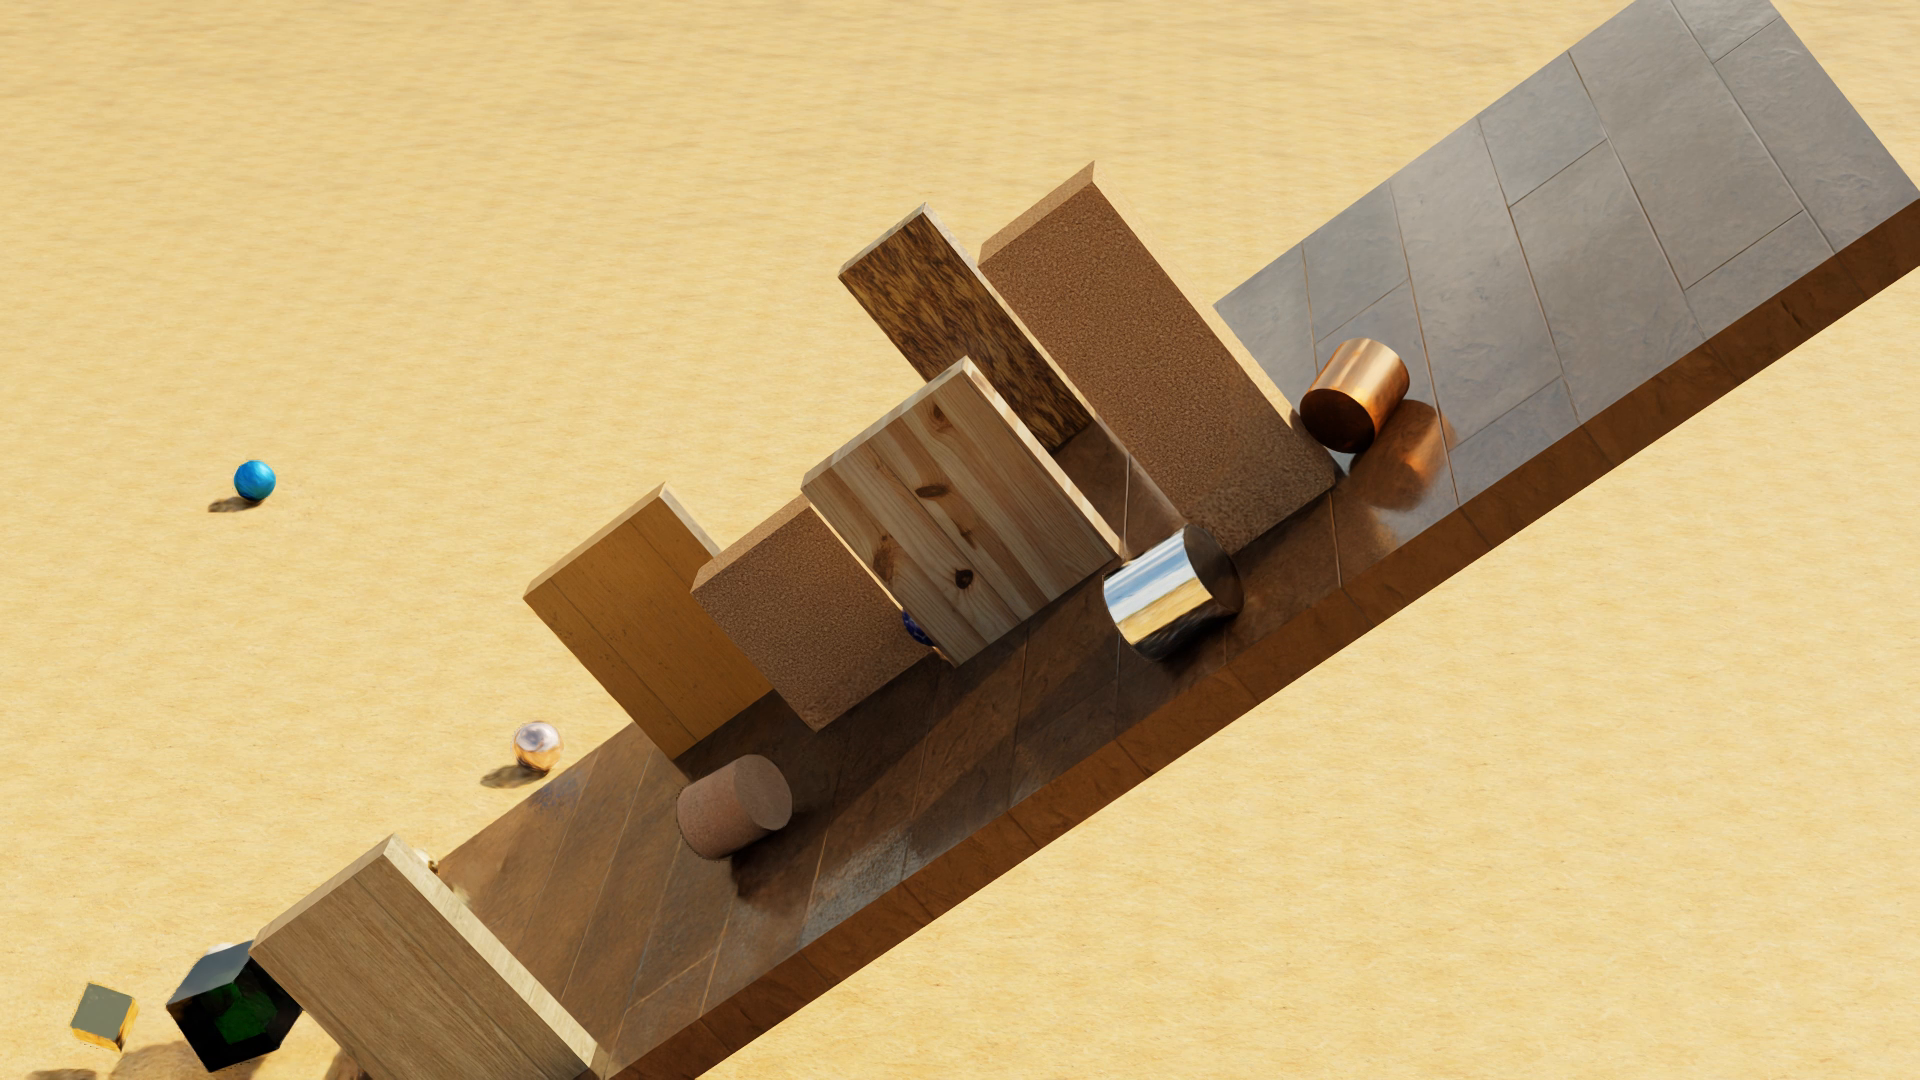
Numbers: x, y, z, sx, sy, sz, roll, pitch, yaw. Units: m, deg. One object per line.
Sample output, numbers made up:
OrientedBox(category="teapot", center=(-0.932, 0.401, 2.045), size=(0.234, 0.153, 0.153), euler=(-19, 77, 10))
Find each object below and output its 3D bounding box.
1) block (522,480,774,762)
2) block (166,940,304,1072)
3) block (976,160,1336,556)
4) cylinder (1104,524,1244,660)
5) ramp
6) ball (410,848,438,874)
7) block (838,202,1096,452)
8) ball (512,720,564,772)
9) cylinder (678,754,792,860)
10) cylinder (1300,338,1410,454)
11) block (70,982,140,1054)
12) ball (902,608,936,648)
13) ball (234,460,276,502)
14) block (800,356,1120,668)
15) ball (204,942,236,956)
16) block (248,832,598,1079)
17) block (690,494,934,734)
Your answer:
OrientedBox(category="block", center=(-0.695, 0.197, 7.011), size=(0.435, 0.541, 0.097), euler=(-35, 16, 18))
OrientedBox(category="block", center=(-1.738, 1.116, 7.083), size=(0.204, 0.204, 0.204), euler=(-21, 20, 20))
OrientedBox(category="block", center=(0.376, -0.334, 5.575), size=(0.271, 0.749, 0.141), euler=(-35, 16, 18))
OrientedBox(category="cylinder", center=(0.393, 0.096, 5.411), size=(0.186, 0.186, 0.186), euler=(-33, 11, 25))
OrientedBox(category="ramp", center=(0.123, 0.183, 6.335), size=(4.000, 0.100, 2.000), euler=(-35, 16, 18))
OrientedBox(category="ball", center=(-1.428, 0.865, 7.670), size=(0.126, 0.126, 0.126), euler=(0, 23, 0))
OrientedBox(category="block", center=(0.019, -0.467, 6.963), size=(0.260, 0.646, 0.082), euler=(-35, 16, 18))
OrientedBox(category="ball", center=(-1.214, 0.593, 8.461), size=(0.145, 0.145, 0.145), euler=(0, 23, 0))
OrientedBox(category="cylinder", center=(-0.473, 0.561, 6.187), size=(0.171, 0.171, 0.171), euler=(-30, 6, 33))
OrientedBox(category="cylinder", center=(0.756, -0.276, 5.633), size=(0.158, 0.158, 0.158), euler=(14, 48, 29))
OrientedBox(category="block", center=(-2.040, 1.140, 7.016), size=(0.113, 0.113, 0.113), euler=(18, 65, 0))
OrientedBox(category="ball", center=(-0.050, 0.155, 6.346), size=(0.151, 0.151, 0.151), euler=(0, 23, 0))
OrientedBox(category="ball", center=(-2.473, -0.208, 10.311), size=(0.144, 0.144, 0.144), euler=(0, 23, 0))
OrientedBox(category="block", center=(0.001, -0.054, 6.122), size=(0.435, 0.514, 0.085), euler=(-35, 16, 18))
OrientedBox(category="ball", center=(-1.841, 1.075, 7.368), size=(0.130, 0.130, 0.130), euler=(0, 23, 0))
OrientedBox(category="block", center=(-1.059, 0.906, 5.814), size=(0.370, 0.599, 0.086), euler=(-35, 16, 18))
OrientedBox(category="block", center=(-0.317, 0.151, 6.469), size=(0.344, 0.426, 0.134), euler=(-35, 16, 18))
